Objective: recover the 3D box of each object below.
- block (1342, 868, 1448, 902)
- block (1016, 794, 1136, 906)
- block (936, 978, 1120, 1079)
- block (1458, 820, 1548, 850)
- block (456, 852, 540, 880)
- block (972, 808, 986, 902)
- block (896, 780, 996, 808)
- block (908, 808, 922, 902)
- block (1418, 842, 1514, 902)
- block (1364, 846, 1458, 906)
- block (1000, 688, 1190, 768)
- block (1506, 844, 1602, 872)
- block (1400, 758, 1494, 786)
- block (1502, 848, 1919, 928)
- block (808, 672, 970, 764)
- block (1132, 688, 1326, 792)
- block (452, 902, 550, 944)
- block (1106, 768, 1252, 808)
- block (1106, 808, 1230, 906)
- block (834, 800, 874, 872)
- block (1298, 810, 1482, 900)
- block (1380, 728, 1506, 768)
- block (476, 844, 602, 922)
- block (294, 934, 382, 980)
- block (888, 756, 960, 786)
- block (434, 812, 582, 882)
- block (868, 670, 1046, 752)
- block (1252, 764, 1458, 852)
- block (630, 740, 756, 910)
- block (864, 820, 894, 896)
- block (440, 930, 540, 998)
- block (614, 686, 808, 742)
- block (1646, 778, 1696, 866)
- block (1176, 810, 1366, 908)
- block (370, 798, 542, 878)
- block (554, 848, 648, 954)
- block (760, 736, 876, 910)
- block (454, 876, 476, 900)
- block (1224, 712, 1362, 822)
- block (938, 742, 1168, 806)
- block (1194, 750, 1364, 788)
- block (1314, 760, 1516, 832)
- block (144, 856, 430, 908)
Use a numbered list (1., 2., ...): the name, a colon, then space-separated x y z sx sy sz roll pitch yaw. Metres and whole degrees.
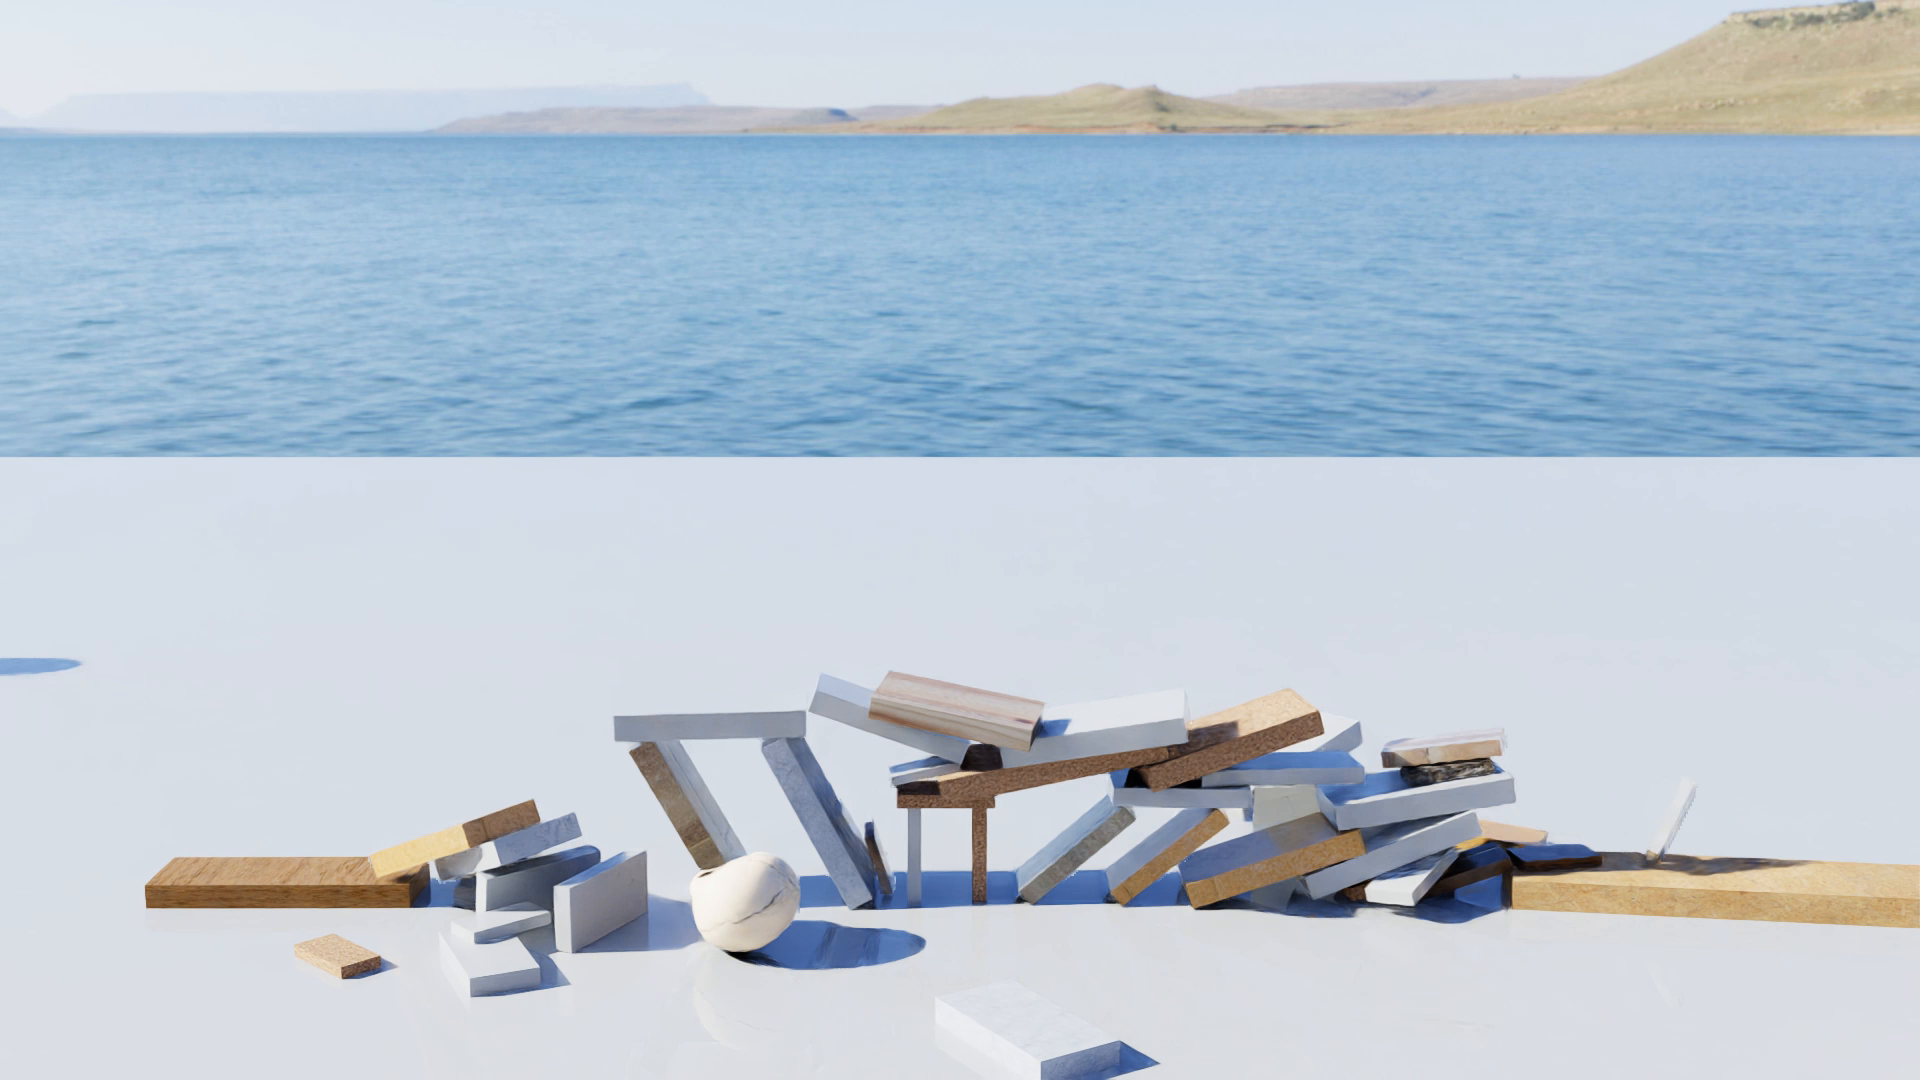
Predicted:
1. block: 0.720 0.555 3.674 0.167 0.024 0.084 -16 14 -4
2. block: 0.191 0.507 3.651 0.225 0.032 0.112 -40 8 7
3. block: 0.091 0.684 3.063 0.131 0.037 0.262 -7 12 -32
4. block: 0.935 0.527 3.910 0.195 0.028 0.098 8 13 26
5. block: -0.777 0.541 3.692 0.130 0.018 0.065 -9 10 9
6. block: 0.032 0.511 3.655 0.023 0.161 0.081 0 11 -1
7. block: -0.024 0.421 3.635 0.161 0.023 0.081 0 11 -1
8. block: -0.076 0.511 3.654 0.023 0.161 0.081 0 11 -1
9. block: 0.829 0.553 3.670 0.167 0.024 0.084 -18 11 -1
10. block: 0.740 0.544 3.601 0.084 0.024 0.167 -1 21 39
11. block: 0.221 0.305 3.575 0.299 0.042 0.149 -9 13 10
12. block: 0.990 0.530 3.669 0.139 0.020 0.069 -2 11 -11
13. block: 0.808 0.379 3.650 0.139 0.020 0.069 -10 8 -1
14. block: 1.255 0.573 3.628 0.686 0.049 0.173 1 11 8
15. block: -0.114 0.291 3.601 0.262 0.037 0.131 19 9 -3
16. block: 0.435 0.328 3.630 0.299 0.042 0.149 -18 13 -7
17. block: -0.714 0.595 3.424 0.136 0.019 0.068 -9 14 -41
18. block: 0.360 0.410 3.630 0.225 0.032 0.113 1 10 -2
19. block: 0.343 0.509 3.650 0.225 0.032 0.112 -39 8 7
20. block: -0.176 0.490 3.642 0.016 0.112 0.056 -27 15 5
21. block: 0.704 0.504 3.657 0.297 0.042 0.148 -21 9 1
22. block: 0.810 0.348 3.683 0.195 0.028 0.098 -9 4 19
23. block: -0.675 0.562 3.521 0.210 0.105 0.030 -9 22 -41
24. block: -0.953 0.637 3.365 0.136 0.019 0.068 10 14 43
25. block: -0.058 0.373 3.581 0.112 0.016 0.056 -12 13 -5
26. block: -0.729 0.494 3.533 0.142 0.040 0.284 -18 -3 -34
27. block: -0.004 0.274 3.532 0.262 0.037 0.131 11 18 8
28. block: 0.683 0.477 3.803 0.347 0.173 0.049 2 11 10
29. block: -0.440 0.449 3.638 0.043 0.307 0.153 -29 9 5
30. block: -0.135 0.530 3.666 0.016 0.112 0.056 -16 19 4
31. block: -0.716 0.636 3.341 0.105 0.030 0.210 -5 12 -25
32. block: -0.405 0.285 3.602 0.307 0.043 0.153 -1 11 -3
33. block: 1.177 0.466 3.641 0.020 0.139 0.069 26 -15 25
34. block: 0.513 0.524 3.653 0.297 0.042 0.149 -18 9 1
35. block: -0.820 0.484 3.567 0.283 0.040 0.142 -21 -3 43
36. block: -0.568 0.570 3.490 0.030 0.105 0.210 5 12 26
37. block: -0.232 0.447 3.638 0.043 0.307 0.153 -27 10 5
38. block: -0.773 0.580 3.670 0.130 0.018 0.065 0 11 3
39. block: 0.590 0.421 4.209 0.347 0.049 0.173 -26 24 -35
40. block: 0.147 0.355 3.612 0.372 0.042 0.149 -11 13 -1
41. block: 0.522 0.380 3.651 0.278 0.028 0.098 0 11 -11
42. block: 0.754 0.420 3.655 0.297 0.042 0.148 -9 9 -2
43. block: -1.116 0.570 3.665 0.431 0.040 0.142 0 11 0
